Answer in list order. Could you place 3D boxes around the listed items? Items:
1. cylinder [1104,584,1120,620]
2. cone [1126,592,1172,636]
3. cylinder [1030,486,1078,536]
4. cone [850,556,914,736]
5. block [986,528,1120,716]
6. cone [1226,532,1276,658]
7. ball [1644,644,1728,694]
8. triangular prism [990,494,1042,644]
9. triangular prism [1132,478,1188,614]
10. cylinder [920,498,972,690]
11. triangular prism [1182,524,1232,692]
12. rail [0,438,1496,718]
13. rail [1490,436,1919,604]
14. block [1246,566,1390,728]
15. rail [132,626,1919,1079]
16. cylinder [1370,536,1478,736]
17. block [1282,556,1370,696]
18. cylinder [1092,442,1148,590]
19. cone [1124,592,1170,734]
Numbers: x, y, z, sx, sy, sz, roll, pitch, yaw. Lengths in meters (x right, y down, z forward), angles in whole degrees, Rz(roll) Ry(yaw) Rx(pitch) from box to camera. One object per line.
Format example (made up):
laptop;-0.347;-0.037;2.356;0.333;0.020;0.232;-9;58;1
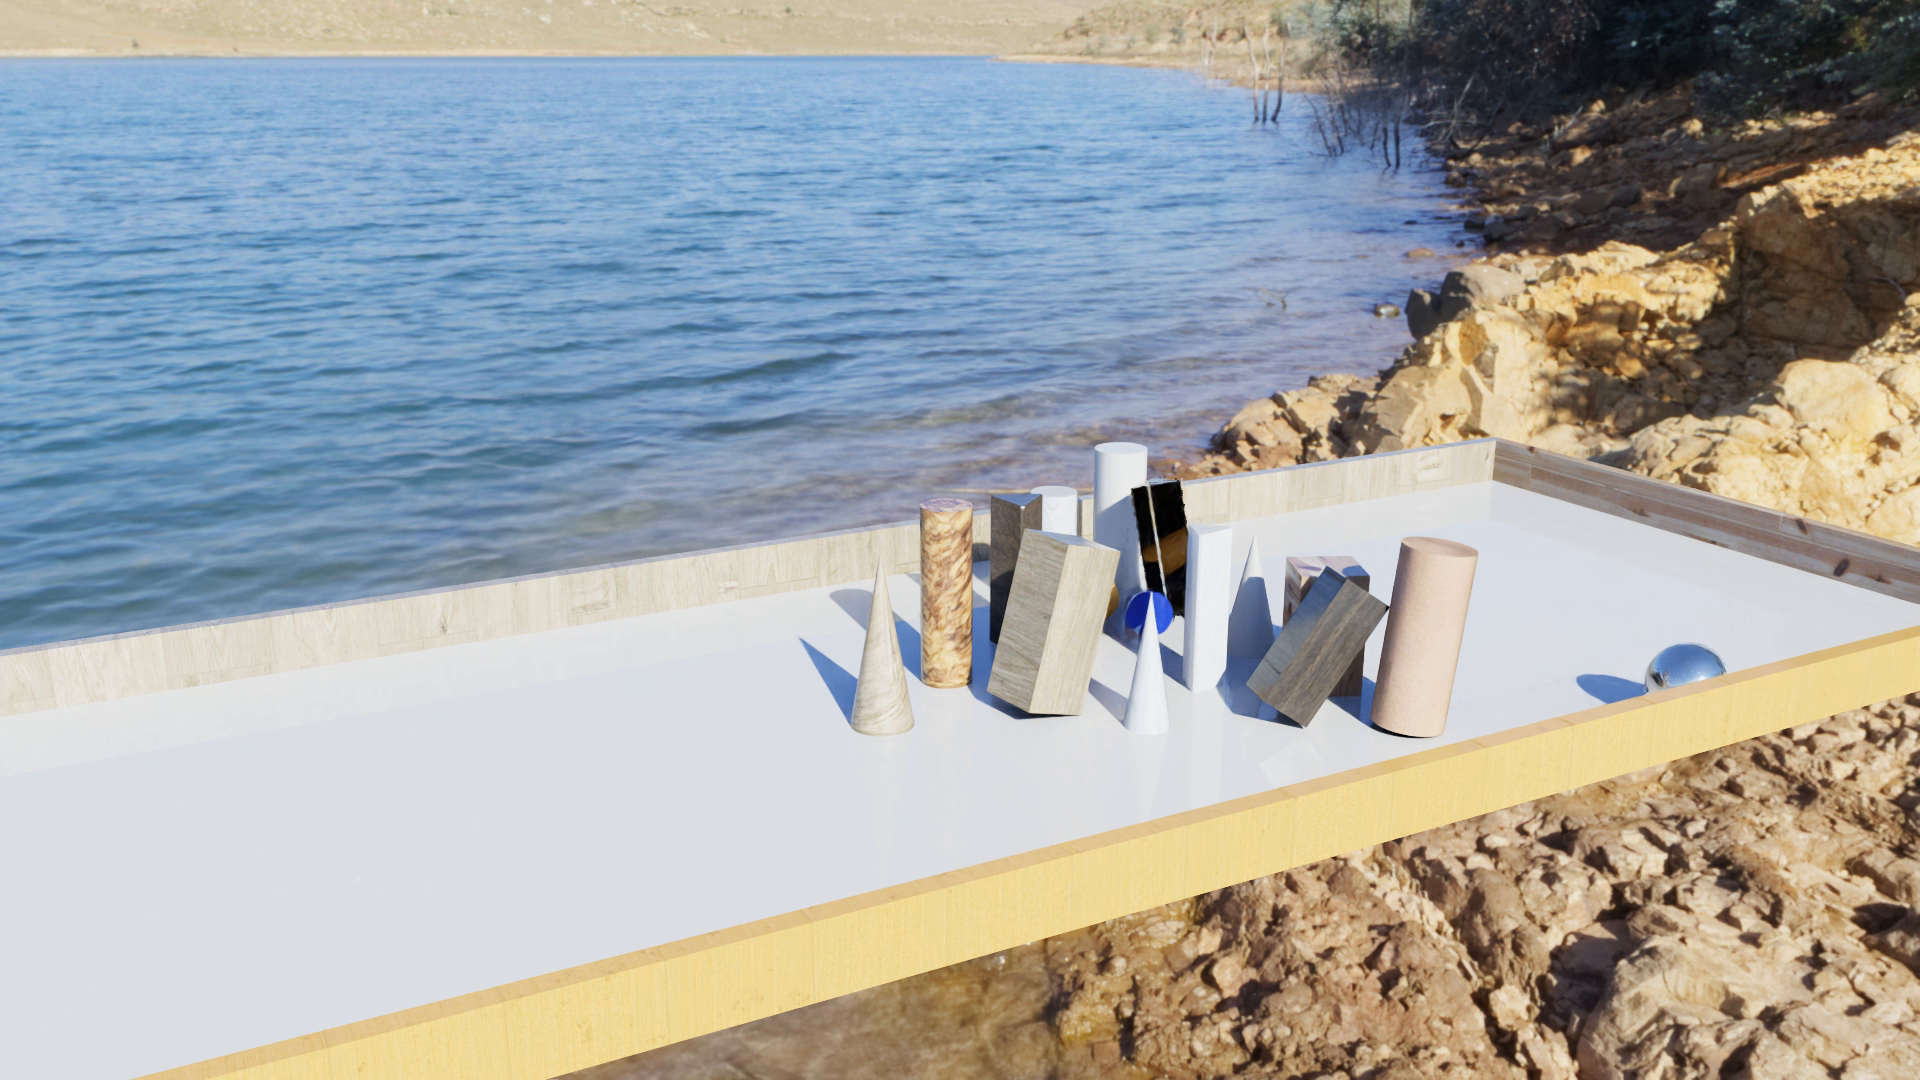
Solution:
cylinder;0.282;0.214;4.400;0.127;0.127;0.453;8;18;26
cone;0.496;0.184;4.619;0.126;0.126;0.338;-2;6;-5
cylinder;0.259;0.037;4.595;0.129;0.356;0.129;0;16;0
cone;-0.182;0.229;3.821;0.152;0.425;0.152;0;16;0
block;0.222;0.195;3.921;0.165;0.404;0.165;7;9;-38
cone;0.766;0.132;4.325;0.146;0.327;0.146;0;16;0
ball;1.710;0.337;3.881;0.185;0.185;0.185;0;16;0
triangular prism;0.168;0.082;4.359;0.117;0.404;0.136;-11;20;-34
triangular prism;0.575;0.016;4.636;0.134;0.369;0.116;-9;10;5
cylinder;-0.034;0.134;4.092;0.130;0.456;0.130;0;16;0
triangular prism;0.592;0.163;4.080;0.109;0.406;0.094;-12;20;-36
rail;-3.305;0.497;3.399;12.000;0.150;0.050;-9;18;-27
rail;2.466;-0.048;5.253;0.050;0.150;2.100;-9;18;-27
block;0.836;0.249;3.868;0.129;0.340;0.129;32;6;-14
rail;-2.336;1.006;1.665;12.000;0.150;0.050;-9;18;-27
cylinder;1.070;0.222;3.809;0.172;0.430;0.172;6;15;-2
block;0.900;0.212;4.083;0.165;0.310;0.165;-1;16;-2
cylinder;0.470;-0.071;4.866;0.154;0.411;0.154;0;16;0
cone;0.439;0.276;3.828;0.111;0.332;0.111;0;16;0
